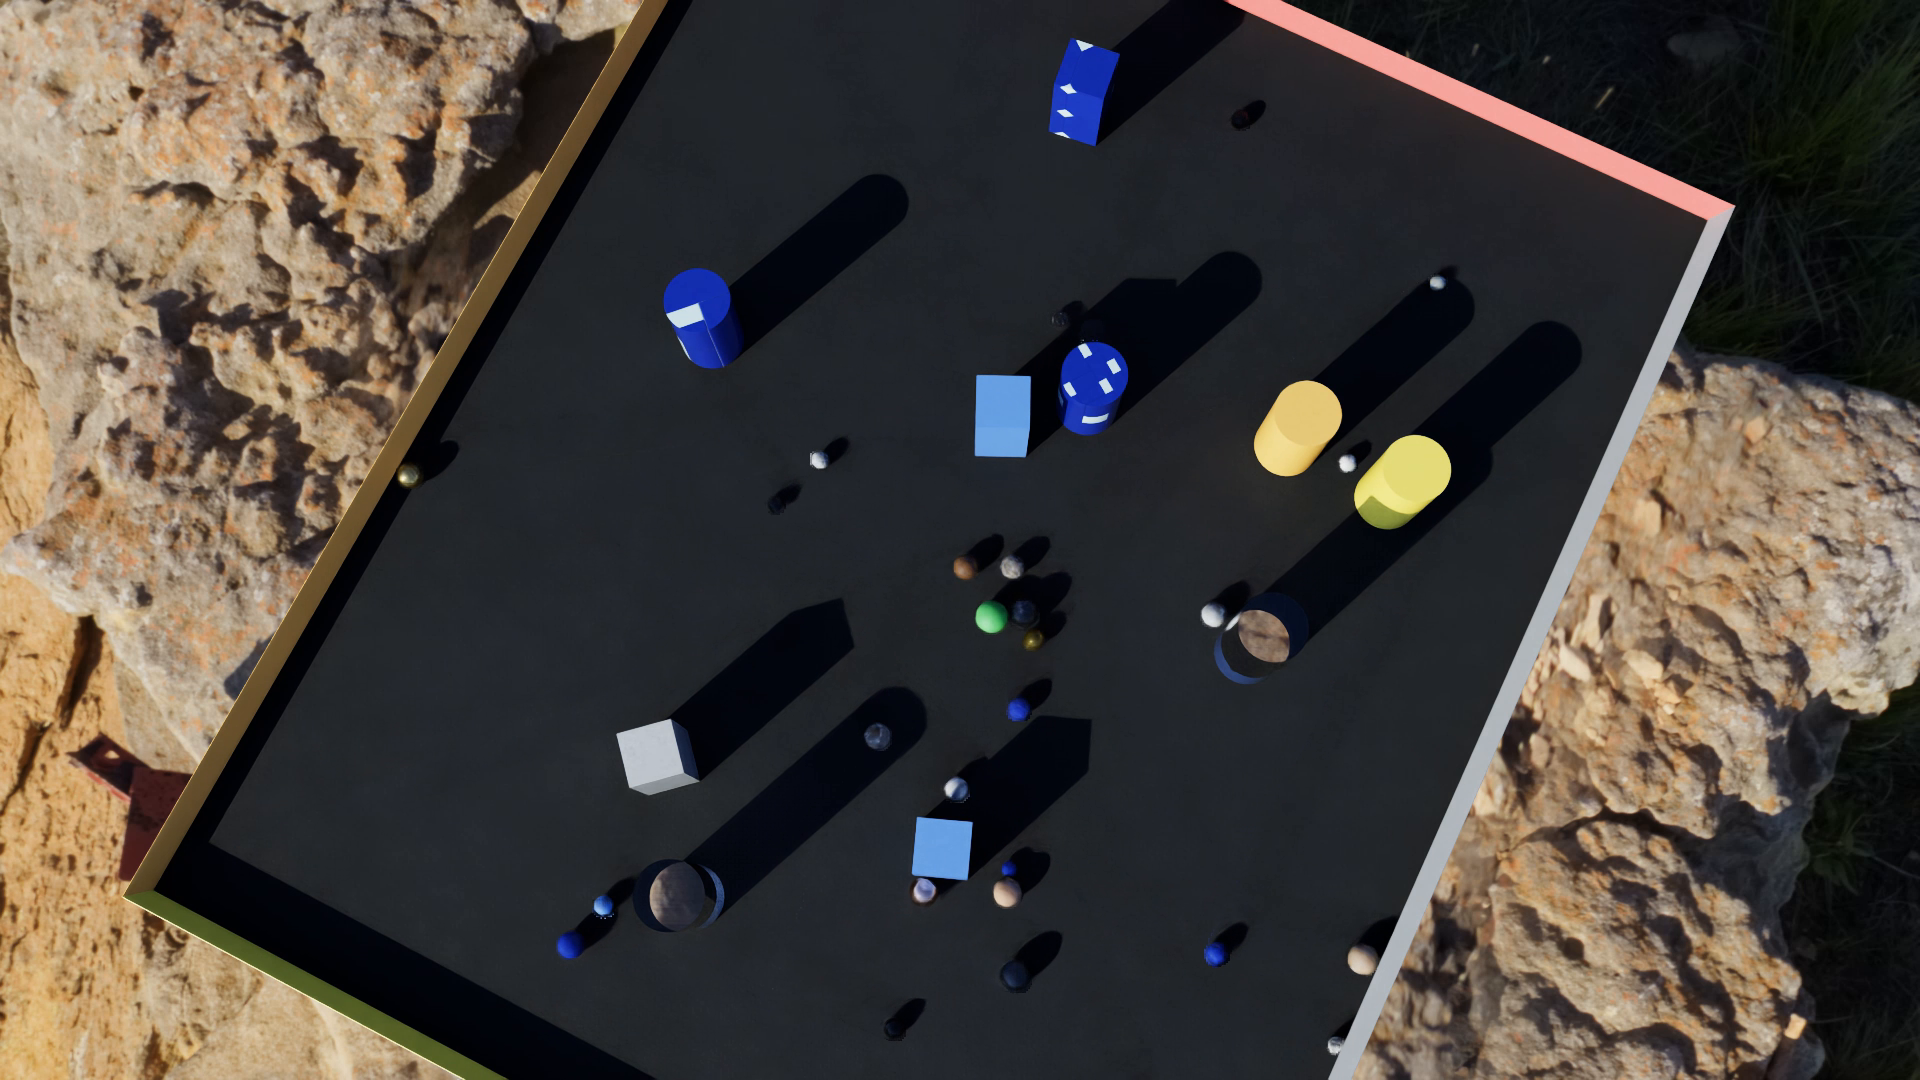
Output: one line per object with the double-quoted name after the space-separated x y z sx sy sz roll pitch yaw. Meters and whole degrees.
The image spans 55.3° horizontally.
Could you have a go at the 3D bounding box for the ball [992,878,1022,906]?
0.138 1.029 5.361 0.084 0.084 0.084 0 78 0 "ball"

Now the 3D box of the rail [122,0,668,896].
-1.487 -0.721 5.699 0.045 0.128 4.047 26 80 5 "rail"

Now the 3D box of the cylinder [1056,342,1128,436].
0.396 -0.454 5.543 0.197 0.328 0.197 0 78 0 "cylinder"

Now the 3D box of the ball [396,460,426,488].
-1.683 -0.202 5.615 0.084 0.084 0.084 0 78 0 "ball"

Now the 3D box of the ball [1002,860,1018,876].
0.145 0.967 5.392 0.047 0.047 0.047 0 78 0 "ball"

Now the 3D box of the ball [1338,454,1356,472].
1.193 -0.238 5.638 0.054 0.054 0.054 0 78 0 "ball"

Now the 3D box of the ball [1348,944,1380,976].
1.171 1.217 5.319 0.090 0.090 0.090 0 78 0 "ball"

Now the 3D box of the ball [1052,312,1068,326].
0.312 -0.691 5.735 0.049 0.049 0.049 0 78 0 "ball"

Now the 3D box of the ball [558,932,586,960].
-1.130 1.178 5.332 0.079 0.079 0.079 0 78 0 "ball"

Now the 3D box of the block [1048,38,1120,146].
0.386 -1.395 5.729 0.158 0.345 0.158 19 79 4 "block"

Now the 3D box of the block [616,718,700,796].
-0.872 0.633 5.319 0.158 0.326 0.158 -15 79 -3 "block"

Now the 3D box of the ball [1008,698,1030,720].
0.177 0.503 5.479 0.066 0.066 0.066 0 78 0 "ball"

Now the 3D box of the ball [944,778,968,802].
-0.010 0.738 5.428 0.070 0.070 0.070 0 78 0 "ball"

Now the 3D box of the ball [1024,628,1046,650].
0.224 0.297 5.522 0.065 0.065 0.065 0 78 0 "ball"

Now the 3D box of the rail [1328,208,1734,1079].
1.487 0.735 5.398 0.045 0.128 4.047 26 80 5 "rail"

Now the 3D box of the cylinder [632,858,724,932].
-0.792 1.010 5.191 0.197 0.425 0.197 0 78 0 "cylinder"

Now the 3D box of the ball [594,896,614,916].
-1.043 1.070 5.365 0.059 0.059 0.059 0 78 0 "ball"

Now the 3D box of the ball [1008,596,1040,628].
0.191 0.219 5.523 0.095 0.095 0.095 0 78 0 "ball"

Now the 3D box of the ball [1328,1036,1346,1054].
1.088 1.458 5.288 0.053 0.053 0.053 0 78 0 "ball"

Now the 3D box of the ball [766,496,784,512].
-0.567 -0.110 5.614 0.050 0.050 0.050 0 78 0 "ball"

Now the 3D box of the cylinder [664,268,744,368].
-0.774 -0.668 5.569 0.197 0.365 0.197 0 78 0 "cylinder"

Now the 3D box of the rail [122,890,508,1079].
-0.894 1.758 5.186 3.373 0.128 0.045 26 80 5 "rail"

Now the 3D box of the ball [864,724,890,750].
-0.245 0.584 5.456 0.077 0.077 0.077 0 78 0 "ball"

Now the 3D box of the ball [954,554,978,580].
0.018 0.082 5.560 0.078 0.078 0.078 0 78 0 "ball"

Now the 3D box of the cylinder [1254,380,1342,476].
1.010 -0.330 5.498 0.197 0.366 0.197 0 78 0 "cylinder"

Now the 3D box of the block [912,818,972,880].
-0.050 0.895 5.300 0.158 0.258 0.158 5 78 1 "block"

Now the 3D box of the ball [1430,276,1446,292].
1.500 -0.807 5.758 0.051 0.051 0.051 0 78 0 "ball"

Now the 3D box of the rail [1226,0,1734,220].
0.894 -1.745 5.911 3.373 0.128 0.045 26 80 5 "rail"

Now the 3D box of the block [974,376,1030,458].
0.126 -0.370 5.519 0.158 0.340 0.158 1 78 0 "block"

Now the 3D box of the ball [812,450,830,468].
-0.429 -0.247 5.639 0.055 0.055 0.055 0 78 0 "ball"

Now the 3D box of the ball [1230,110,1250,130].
0.897 -1.345 5.865 0.059 0.059 0.059 0 78 0 "ball"

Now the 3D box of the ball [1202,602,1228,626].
0.769 0.224 5.531 0.077 0.077 0.077 0 78 0 "ball"

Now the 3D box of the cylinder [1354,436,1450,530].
1.313 -0.167 5.456 0.197 0.383 0.197 0 78 0 "cylinder"

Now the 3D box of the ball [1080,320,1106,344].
0.412 -0.642 5.708 0.081 0.081 0.081 0 78 0 "ball"

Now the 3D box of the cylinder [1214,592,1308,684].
0.867 0.290 5.308 0.197 0.487 0.197 0 78 0 "cylinder"

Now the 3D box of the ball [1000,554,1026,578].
0.161 0.081 5.562 0.075 0.075 0.075 0 78 0 "ball"

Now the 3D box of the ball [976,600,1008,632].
0.095 0.230 5.519 0.099 0.099 0.099 0 78 0 "ball"

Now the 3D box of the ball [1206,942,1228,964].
0.749 1.203 5.336 0.062 0.062 0.062 0 78 0 "ball"

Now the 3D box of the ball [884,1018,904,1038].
-0.190 1.410 5.294 0.060 0.060 0.060 0 78 0 "ball"

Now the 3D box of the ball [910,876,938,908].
-0.105 1.029 5.359 0.087 0.087 0.087 0 78 0 "ball"

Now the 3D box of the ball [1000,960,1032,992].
0.160 1.262 5.309 0.091 0.091 0.091 0 78 0 "ball"
